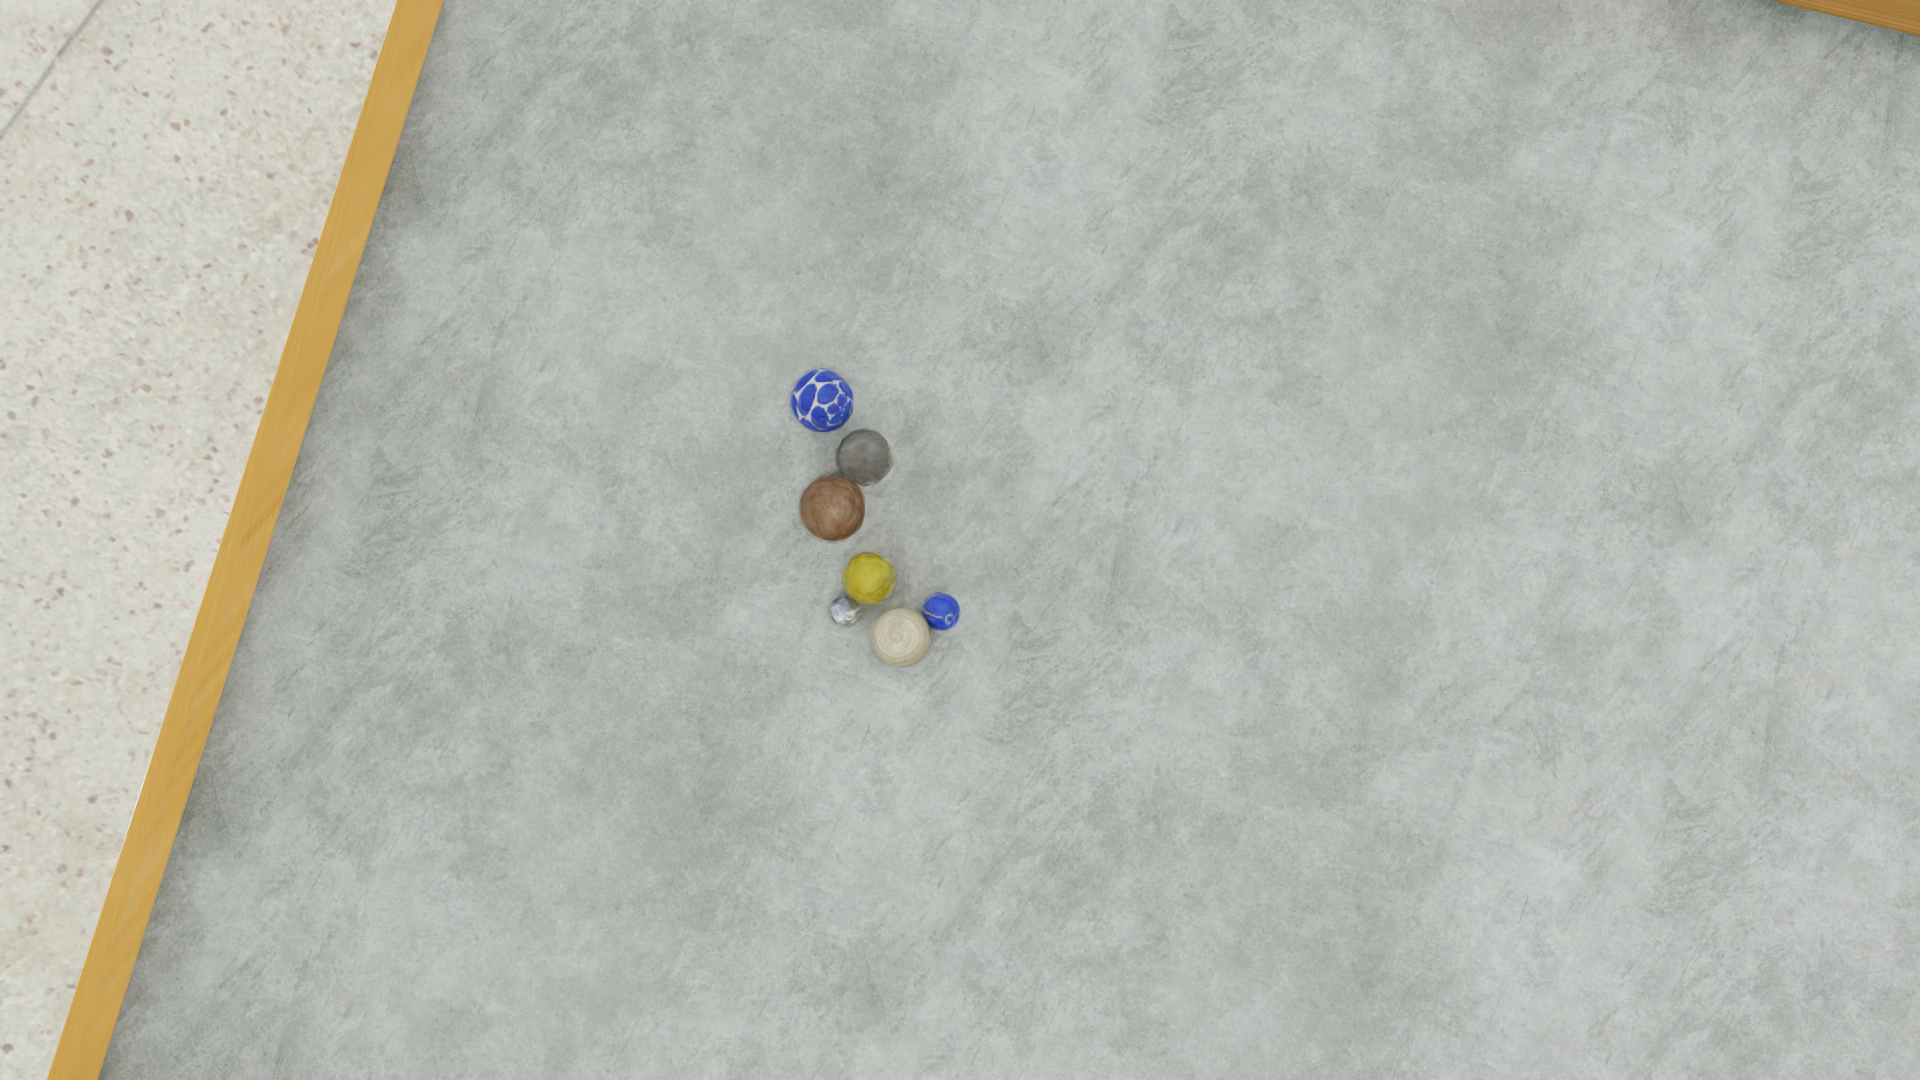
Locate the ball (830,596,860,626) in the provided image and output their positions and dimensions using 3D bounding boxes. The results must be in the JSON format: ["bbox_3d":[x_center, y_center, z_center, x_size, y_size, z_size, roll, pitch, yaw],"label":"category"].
[{"bbox_3d":[-0.172,0.106,3.280,0.044,0.044,0.044,0,80,0],"label":"ball"}]

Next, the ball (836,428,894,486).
[{"bbox_3d":[-0.142,-0.124,3.301,0.086,0.086,0.086,0,80,0],"label":"ball"}]

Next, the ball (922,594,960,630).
[{"bbox_3d":[-0.028,0.107,3.274,0.056,0.056,0.056,0,80,0],"label":"ball"}]

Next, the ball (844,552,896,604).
[{"bbox_3d":[-0.135,0.056,3.272,0.077,0.077,0.077,0,80,0],"label":"ball"}]

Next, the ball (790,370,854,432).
[{"bbox_3d":[-0.207,-0.209,3.311,0.095,0.095,0.095,0,80,0],"label":"ball"}]

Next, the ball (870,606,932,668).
[{"bbox_3d":[-0.087,0.143,3.250,0.090,0.090,0.090,0,80,0],"label":"ball"}]

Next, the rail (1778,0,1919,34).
[{"bbox_3d":[1.291,-0.851,3.409,4.134,0.129,0.045,14,80,3],"label":"rail"}]

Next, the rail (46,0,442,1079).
[{"bbox_3d":[-0.977,-0.255,3.301,0.045,0.129,2.362,14,80,3],"label":"rail"}]

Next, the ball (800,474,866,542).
[{"bbox_3d":[-0.189,-0.047,3.267,0.099,0.099,0.099,0,80,0],"label":"ball"}]
